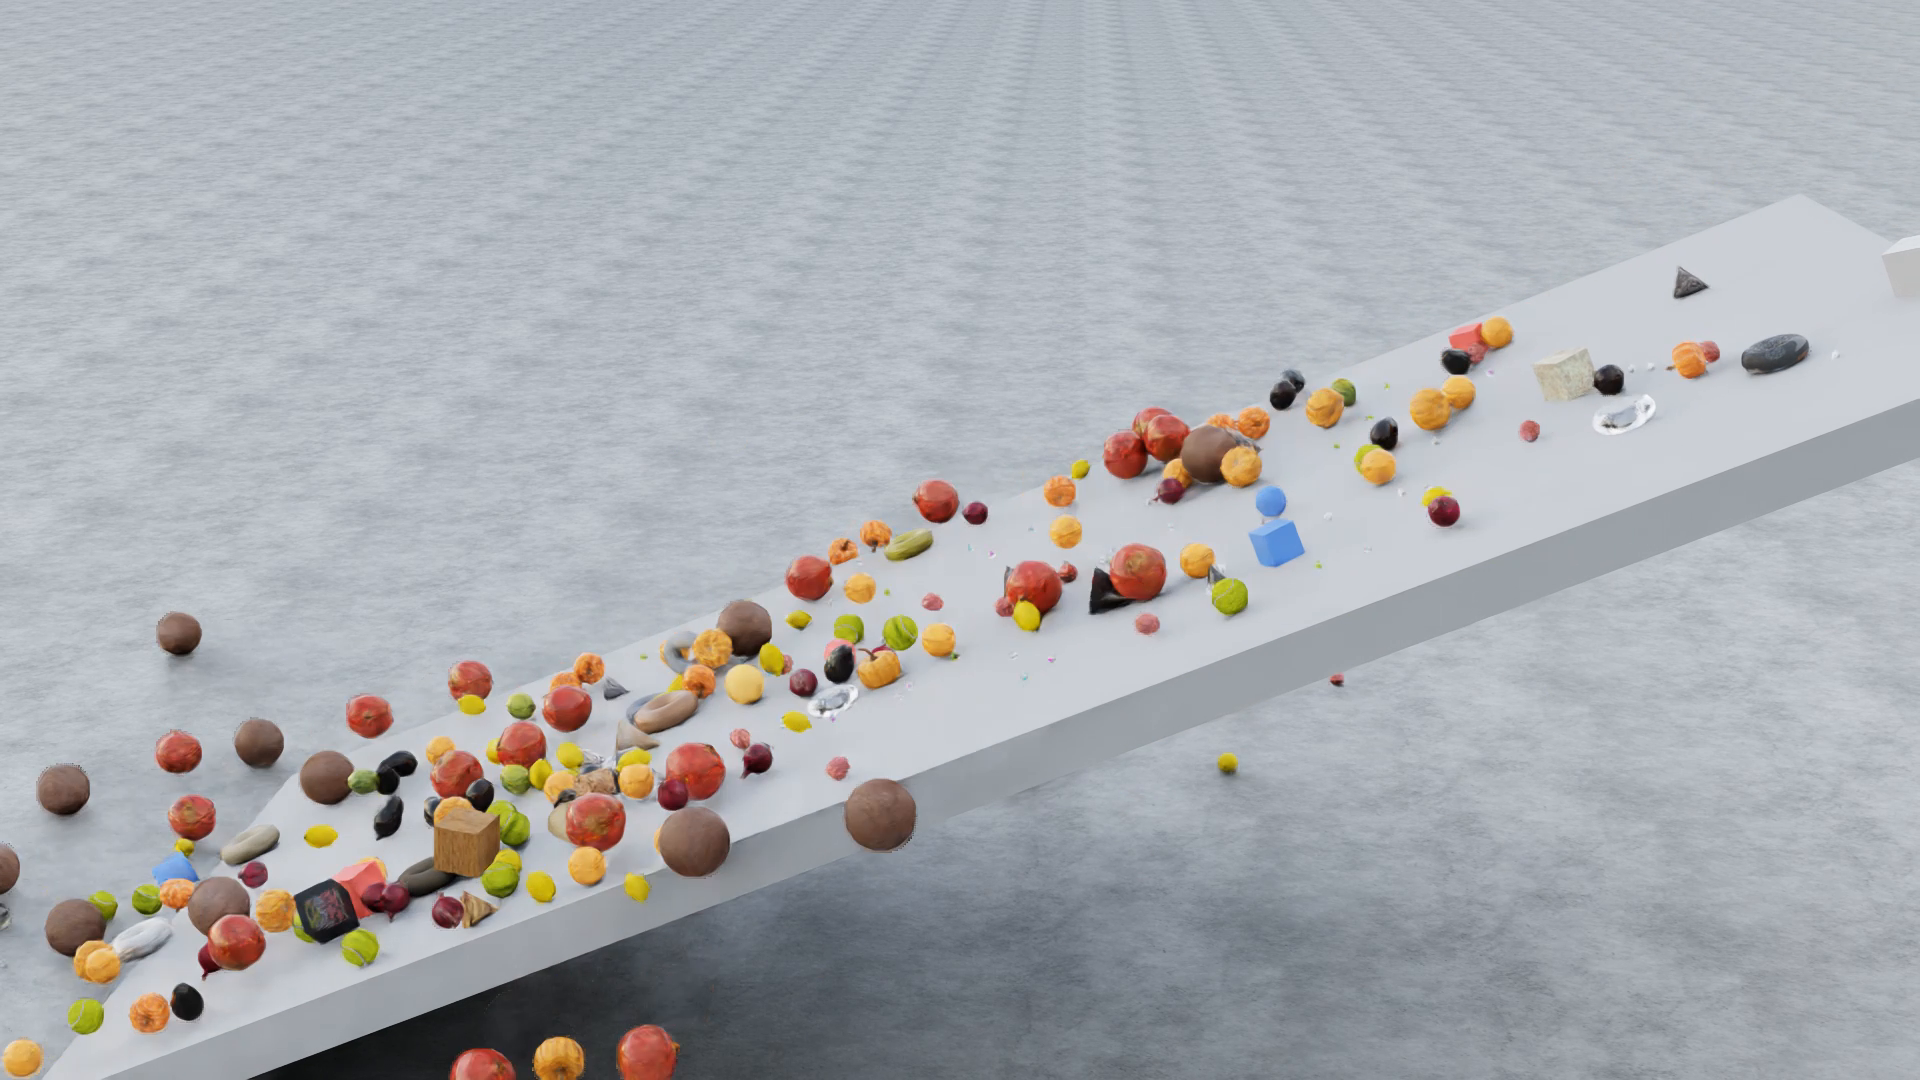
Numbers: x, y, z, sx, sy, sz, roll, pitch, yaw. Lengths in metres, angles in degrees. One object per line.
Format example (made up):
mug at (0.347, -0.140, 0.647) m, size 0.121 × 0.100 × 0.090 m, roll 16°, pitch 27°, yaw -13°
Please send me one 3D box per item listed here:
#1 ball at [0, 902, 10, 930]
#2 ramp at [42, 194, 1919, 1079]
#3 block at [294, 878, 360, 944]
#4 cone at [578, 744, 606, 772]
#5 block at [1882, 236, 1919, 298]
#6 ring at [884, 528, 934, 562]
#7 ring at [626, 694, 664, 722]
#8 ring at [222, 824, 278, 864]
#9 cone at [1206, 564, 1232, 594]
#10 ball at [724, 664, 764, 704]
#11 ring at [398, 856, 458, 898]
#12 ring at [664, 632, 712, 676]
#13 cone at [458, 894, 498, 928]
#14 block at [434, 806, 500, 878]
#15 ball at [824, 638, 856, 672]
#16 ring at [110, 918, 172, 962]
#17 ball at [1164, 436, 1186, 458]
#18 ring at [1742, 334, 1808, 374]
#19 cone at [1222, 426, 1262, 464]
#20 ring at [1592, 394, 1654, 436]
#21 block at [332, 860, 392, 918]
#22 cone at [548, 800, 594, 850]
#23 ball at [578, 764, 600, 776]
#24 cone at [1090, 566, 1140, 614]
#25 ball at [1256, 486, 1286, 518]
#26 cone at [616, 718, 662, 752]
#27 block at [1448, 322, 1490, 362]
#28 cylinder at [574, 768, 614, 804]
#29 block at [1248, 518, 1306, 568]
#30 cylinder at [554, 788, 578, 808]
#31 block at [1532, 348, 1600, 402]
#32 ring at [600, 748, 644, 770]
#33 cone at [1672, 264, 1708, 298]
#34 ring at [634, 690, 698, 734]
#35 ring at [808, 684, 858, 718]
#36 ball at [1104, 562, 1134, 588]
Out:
ball at (-2.199, 0.859, 6.705) m, size 0.066 × 0.066 × 0.066 m, roll 0°, pitch 14°, yaw 0°
ramp at (0.124, 0.173, 6.290) m, size 4.000 × 0.100 × 2.000 m, roll -21°, pitch 12°, yaw 7°
block at (-1.241, 0.727, 5.760) m, size 0.082 × 0.082 × 0.082 m, roll -26°, pitch -27°, yaw 2°
cone at (-0.770, 0.476, 6.267) m, size 0.078 × 0.078 × 0.078 m, roll 2°, pitch 13°, yaw -13°
block at (1.878, -0.540, 5.754) m, size 0.092 × 0.092 × 0.092 m, roll -9°, pitch 18°, yaw 48°
ring at (-0.123, 0.012, 7.098) m, size 0.128 × 0.043 × 0.128 m, roll -21°, pitch 13°, yaw 5°
ring at (-0.700, 0.375, 6.581) m, size 0.103 × 0.034 × 0.103 m, roll -21°, pitch 13°, yaw 5°
ring at (-1.646, 0.707, 6.820) m, size 0.143 × 0.048 × 0.143 m, roll -22°, pitch 12°, yaw 5°
cone at (0.494, 0.069, 5.701) m, size 0.055 × 0.055 × 0.055 m, roll -22°, pitch 12°, yaw 5°
ball at (-0.462, 0.309, 6.311) m, size 0.087 × 0.087 × 0.087 m, roll 0°, pitch 14°, yaw 0°
ring at (-1.069, 0.675, 5.919) m, size 0.135 × 0.045 × 0.135 m, roll -20°, pitch 12°, yaw 5°
ring at (-0.622, 0.261, 6.726) m, size 0.115 × 0.115 × 0.038 m, roll 4°, pitch 25°, yaw 16°
cone at (-0.900, 0.697, 5.552) m, size 0.070 × 0.070 × 0.070 m, roll -9°, pitch 17°, yaw -29°
block at (-0.985, 0.604, 5.878) m, size 0.096 × 0.096 × 0.096 m, roll 9°, pitch 22°, yaw 16°
ball at (-0.255, 0.245, 6.255) m, size 0.070 × 0.070 × 0.070 m, roll 0°, pitch 14°, yaw 0°
ring at (-1.771, 0.864, 6.359) m, size 0.145 × 0.048 × 0.145 m, roll -23°, pitch 13°, yaw 6°
ball at (0.508, -0.218, 6.935) m, size 0.050 × 0.050 × 0.050 m, roll 0°, pitch 14°, yaw 0°
ring at (1.565, -0.358, 5.649) m, size 0.131 × 0.044 × 0.131 m, roll -20°, pitch 13°, yaw 5°
cone at (0.643, -0.209, 6.672) m, size 0.092 × 0.092 × 0.092 m, roll 7°, pitch 15°, yaw 7°
ring at (1.278, -0.241, 5.664) m, size 0.124 × 0.041 × 0.124 m, roll -24°, pitch 15°, yaw 7°
block at (-1.219, 0.710, 5.942) m, size 0.085 × 0.085 × 0.085 m, roll -15°, pitch 14°, yaw 31°
cone at (-0.752, 0.579, 5.770) m, size 0.096 × 0.096 × 0.096 m, roll -5°, pitch 34°, yaw -20°
ball at (-0.764, 0.496, 6.107) m, size 0.060 × 0.060 × 0.060 m, roll 0°, pitch 14°, yaw 0°
cone at (0.315, 0.107, 5.888) m, size 0.098 × 0.098 × 0.098 m, roll 7°, pitch 15°, yaw 7°
ball at (0.641, -0.079, 6.057) m, size 0.065 × 0.065 × 0.065 m, roll 0°, pitch 14°, yaw 0°
cone at (-0.681, 0.431, 6.281) m, size 0.094 × 0.094 × 0.094 m, roll 5°, pitch 14°, yaw 1°
block at (1.168, -0.454, 6.738) m, size 0.062 × 0.062 × 0.062 m, roll -14°, pitch 15°, yaw 36°
cylinder at (-0.737, 0.496, 5.928) m, size 0.059 × 0.059 × 0.059 m, roll -15°, pitch 21°, yaw -41°
block at (0.616, 0.006, 5.721) m, size 0.069 × 0.069 × 0.069 m, roll -26°, pitch 12°, yaw -15°
cylinder at (-0.795, 0.539, 5.984) m, size 0.055 × 0.055 × 0.055 m, roll 0°, pitch 14°, yaw -1°
block at (1.246, -0.340, 6.048) m, size 0.084 × 0.084 × 0.084 m, roll -27°, pitch 13°, yaw -21°
ring at (-0.712, 0.468, 6.204) m, size 0.098 × 0.033 × 0.098 m, roll -23°, pitch 12°, yaw 5°
cone at (1.613, -0.562, 6.470) m, size 0.074 × 0.074 × 0.074 m, roll 14°, pitch 17°, yaw 13°
ring at (-0.643, 0.376, 6.440) m, size 0.150 × 0.050 × 0.150 m, roll -22°, pitch 13°, yaw 5°
ring at (-0.259, 0.327, 5.988) m, size 0.108 × 0.036 × 0.108 m, roll -21°, pitch 13°, yaw 5°
ball at (0.317, 0.078, 5.952) m, size 0.066 × 0.066 × 0.066 m, roll 0°, pitch 14°, yaw 0°
